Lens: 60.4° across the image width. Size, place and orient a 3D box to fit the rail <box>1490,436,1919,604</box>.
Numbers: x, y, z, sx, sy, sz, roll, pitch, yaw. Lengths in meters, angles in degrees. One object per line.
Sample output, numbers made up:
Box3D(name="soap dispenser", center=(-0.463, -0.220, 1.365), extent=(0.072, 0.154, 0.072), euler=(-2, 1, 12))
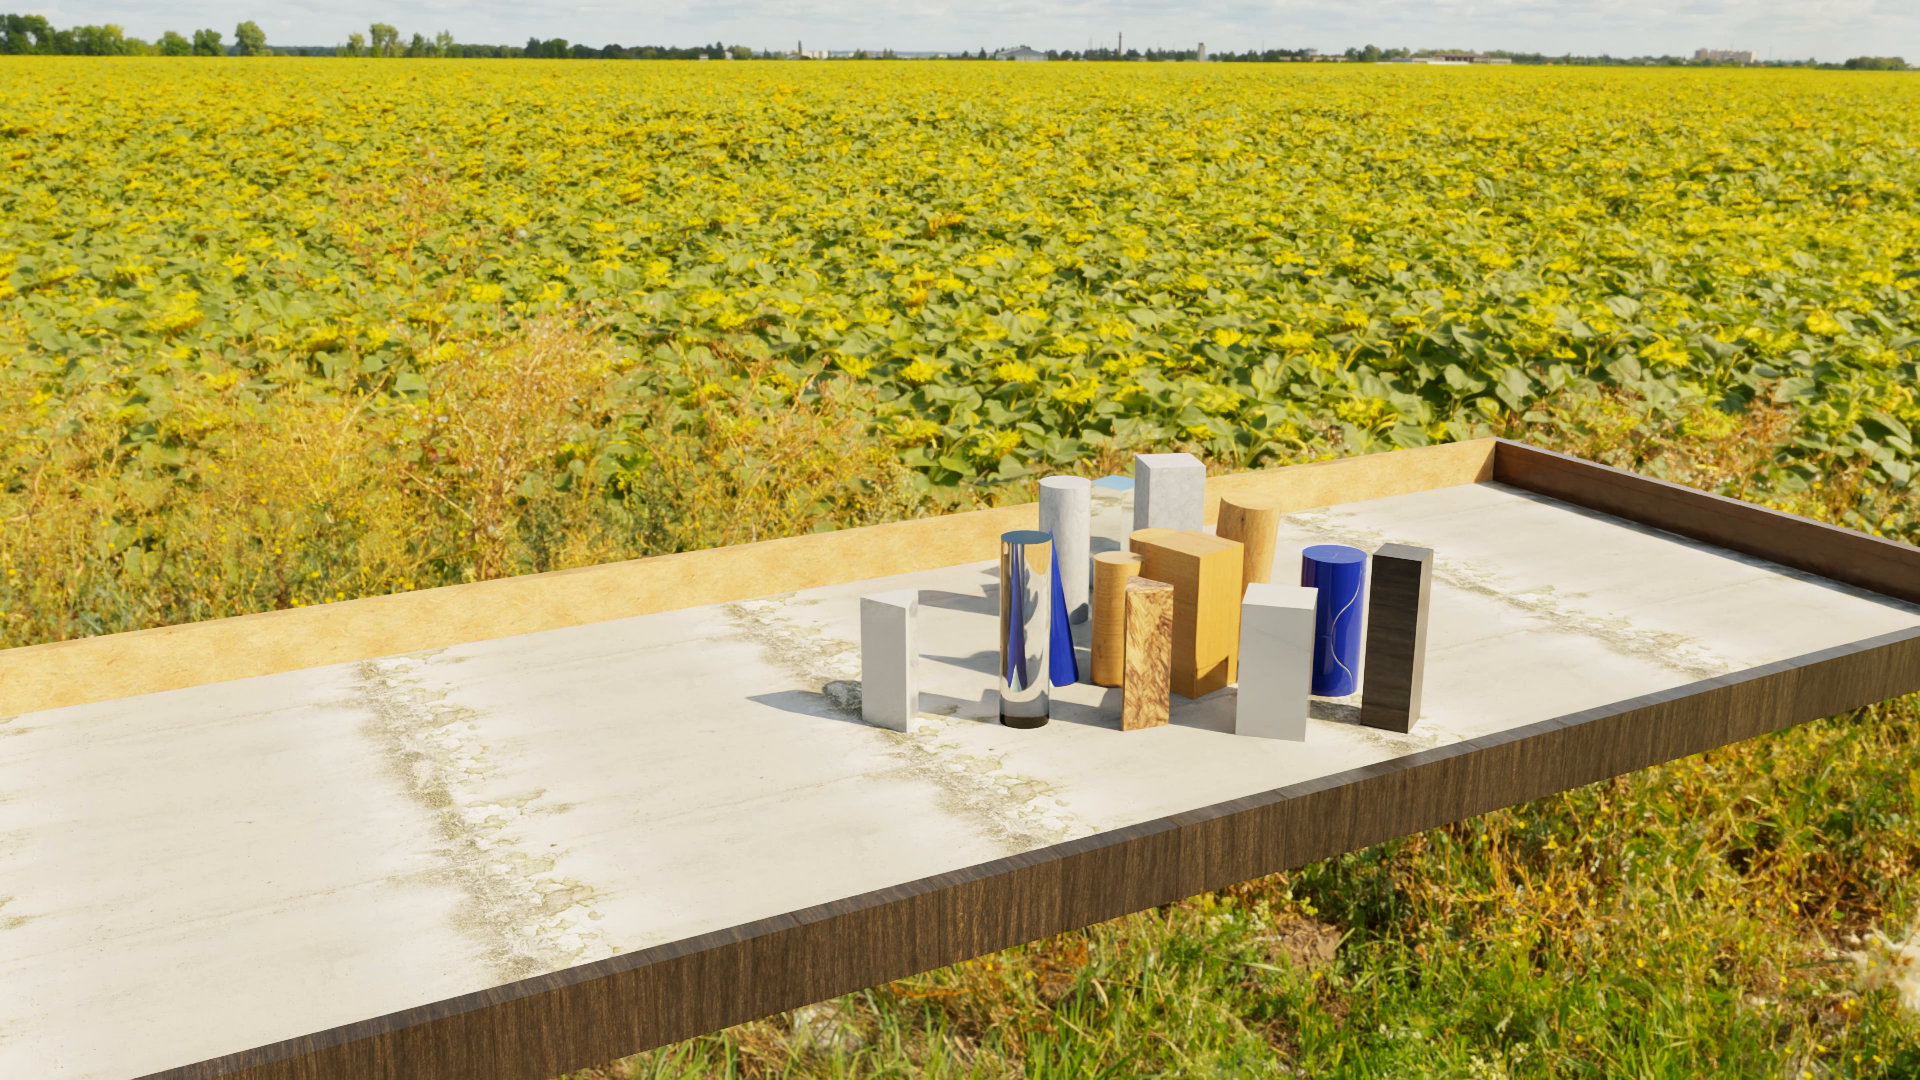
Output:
Box3D(name="rail", center=(2.466, -0.048, 5.253), extent=(0.050, 0.150, 2.100), euler=(-9, 18, -27))

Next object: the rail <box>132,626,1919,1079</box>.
Box3D(name="rail", center=(-2.336, 1.006, 1.665), extent=(12.000, 0.150, 0.050), euler=(-9, 18, -27))

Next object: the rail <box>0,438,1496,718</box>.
Box3D(name="rail", center=(-3.305, 0.497, 3.399), extent=(12.000, 0.150, 0.050), euler=(-9, 18, -27))

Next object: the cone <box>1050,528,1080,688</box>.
Box3D(name="cone", center=(0.225, 0.156, 4.124), extent=(0.155, 0.394, 0.155), euler=(0, 16, 0))

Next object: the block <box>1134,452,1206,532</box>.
Box3D(name="block", center=(0.577, -0.007, 4.592), extent=(0.155, 0.443, 0.155), euler=(-3, 17, -9))

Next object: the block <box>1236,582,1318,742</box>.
Box3D(name="block", center=(0.735, 0.282, 3.826), extent=(0.159, 0.321, 0.159), euler=(4, 17, 15))

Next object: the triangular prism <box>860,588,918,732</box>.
Box3D(name="triangular prism", center=(-0.139, 0.276, 3.872), extent=(0.141, 0.307, 0.122), euler=(12, 20, 35))

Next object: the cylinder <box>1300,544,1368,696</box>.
Box3D(name="cylinder", center=(0.914, 0.198, 4.071), extent=(0.156, 0.343, 0.156), euler=(0, 16, 0))

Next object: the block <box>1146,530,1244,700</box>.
Box3D(name="block", center=(0.575, 0.182, 4.088), extent=(0.168, 0.364, 0.168), euler=(-15, 22, -41))

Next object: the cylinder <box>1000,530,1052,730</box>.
Box3D(name="cylinder", center=(0.152, 0.209, 3.844), extent=(0.119, 0.450, 0.119), euler=(0, 16, 0))

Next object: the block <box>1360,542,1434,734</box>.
Box3D(name="block", center=(1.016, 0.228, 3.838), extent=(0.112, 0.419, 0.112), euler=(9, 19, 28))

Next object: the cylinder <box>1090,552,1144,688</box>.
Box3D(name="cylinder", center=(0.392, 0.197, 4.115), extent=(0.125, 0.317, 0.125), euler=(1, 14, 0))

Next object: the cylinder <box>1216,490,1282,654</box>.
Box3D(name="cylinder", center=(0.735, 0.084, 4.323), extent=(0.157, 0.406, 0.157), euler=(4, 21, -2))

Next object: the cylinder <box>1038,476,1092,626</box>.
Box3D(name="cylinder", center=(0.288, 0.029, 4.565), extent=(0.143, 0.390, 0.143), euler=(0, 16, 0))

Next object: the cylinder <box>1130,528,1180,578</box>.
Box3D(name="cylinder", center=(0.518, 0.138, 4.327), extent=(0.148, 0.310, 0.148), euler=(-1, 15, 0))

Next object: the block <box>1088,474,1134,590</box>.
Box3D(name="block", center=(0.459, -0.015, 4.846), extent=(0.137, 0.316, 0.137), euler=(15, 22, 41))

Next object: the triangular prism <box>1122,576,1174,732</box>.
Box3D(name="triangular prism", center=(0.416, 0.261, 3.858), extent=(0.121, 0.343, 0.105), euler=(-6, 17, -20))
